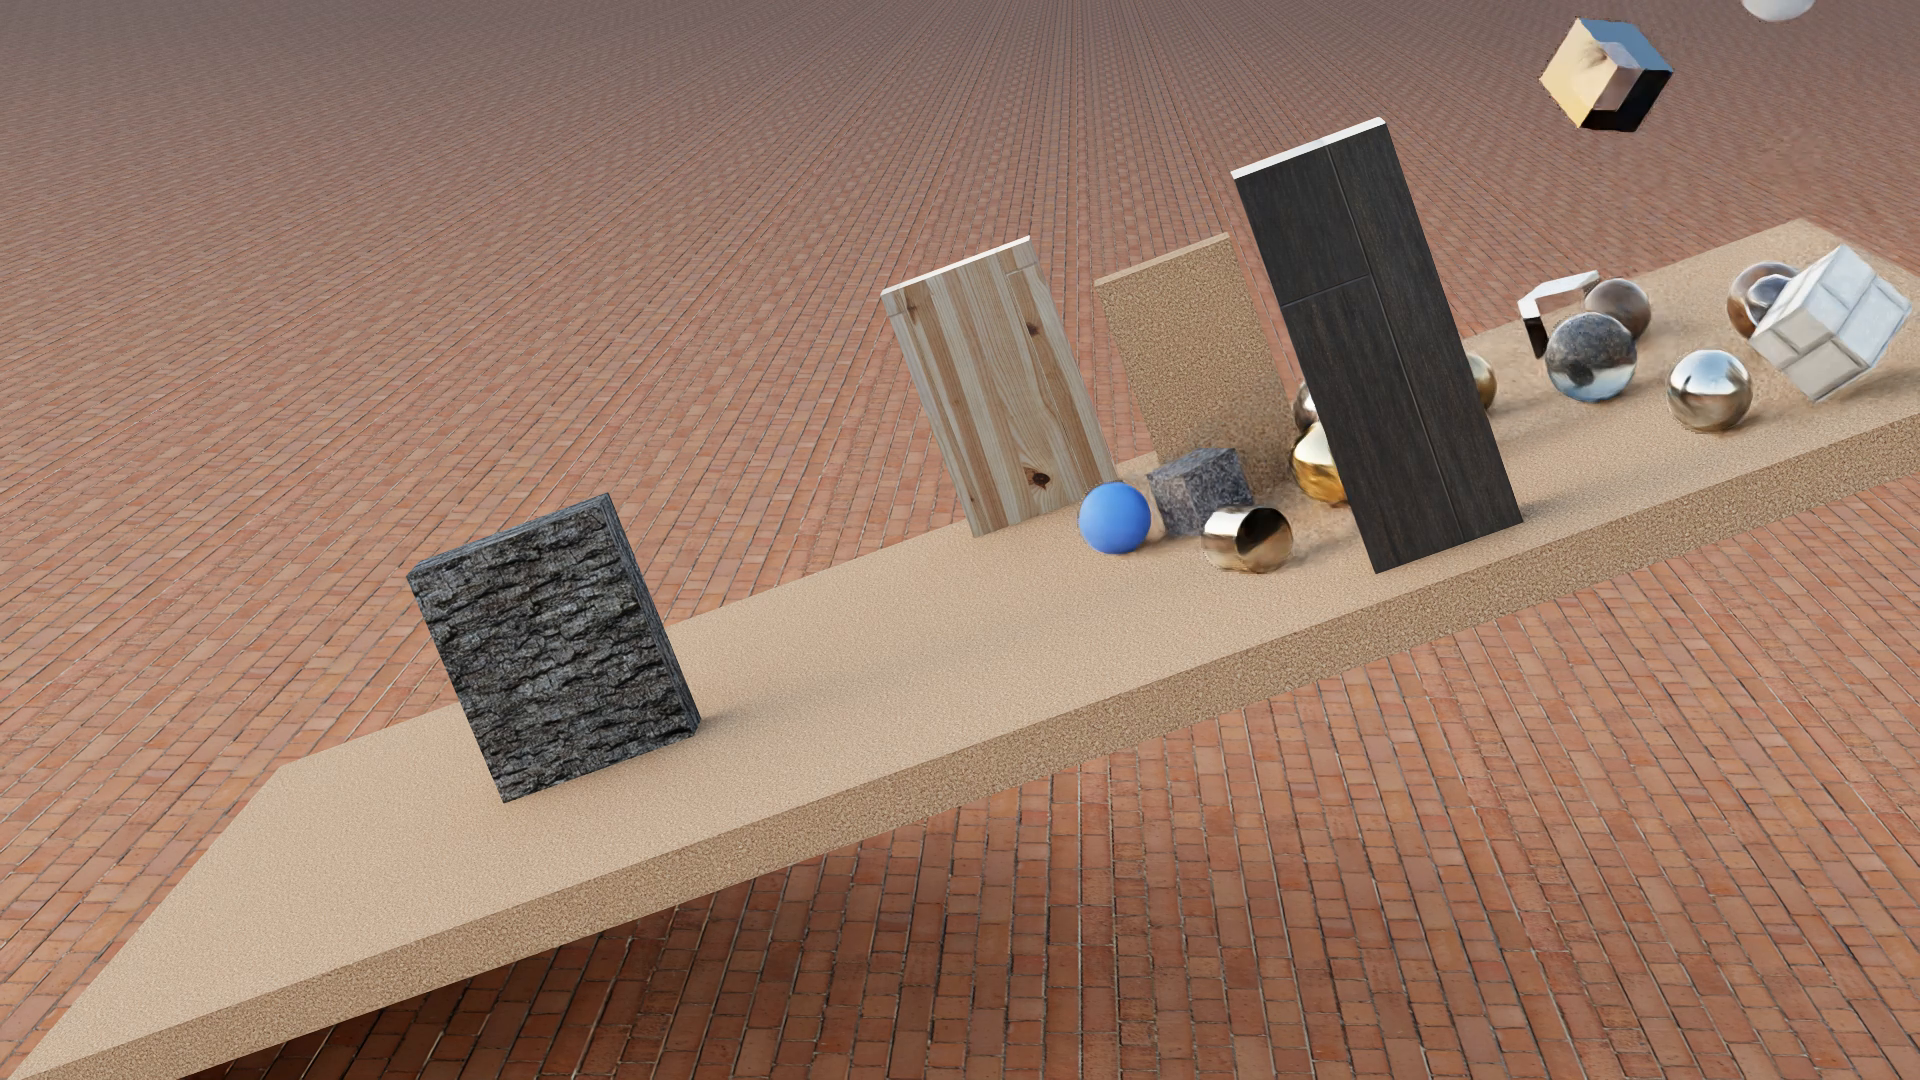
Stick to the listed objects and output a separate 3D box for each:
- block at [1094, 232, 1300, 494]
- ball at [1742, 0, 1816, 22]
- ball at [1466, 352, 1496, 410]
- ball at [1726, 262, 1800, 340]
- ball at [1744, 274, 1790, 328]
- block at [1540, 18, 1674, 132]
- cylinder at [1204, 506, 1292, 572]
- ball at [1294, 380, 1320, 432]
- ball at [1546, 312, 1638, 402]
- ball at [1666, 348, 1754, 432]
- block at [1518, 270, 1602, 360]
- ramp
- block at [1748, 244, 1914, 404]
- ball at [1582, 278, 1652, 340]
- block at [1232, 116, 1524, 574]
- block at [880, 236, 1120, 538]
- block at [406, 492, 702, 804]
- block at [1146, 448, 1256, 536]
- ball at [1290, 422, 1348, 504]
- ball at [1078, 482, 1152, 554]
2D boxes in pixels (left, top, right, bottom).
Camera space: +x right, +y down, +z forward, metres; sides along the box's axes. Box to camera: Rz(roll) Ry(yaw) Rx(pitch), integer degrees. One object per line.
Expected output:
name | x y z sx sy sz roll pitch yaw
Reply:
block | 0.529 -0.355 6.380 0.306 0.545 0.100 -20 12 7
ball | 1.743 -1.190 6.257 0.174 0.174 0.174 0 13 0
ball | 1.072 -0.329 6.288 0.150 0.150 0.150 0 13 0
ball | 1.632 -0.477 5.926 0.169 0.169 0.169 0 13 0
ball | 1.599 -0.465 5.775 0.113 0.113 0.113 0 13 0
block | 1.266 -0.910 5.763 0.151 0.151 0.151 -2 47 -32
cylinder | 0.562 -0.002 5.745 0.127 0.127 0.127 -6 4 -24
ball | 0.811 -0.281 6.314 0.190 0.190 0.190 0 13 0
ball | 1.291 -0.373 6.017 0.185 0.185 0.185 0 13 0
ball | 1.393 -0.277 5.467 0.156 0.156 0.156 0 13 0
block | 1.363 -0.505 6.603 0.140 0.140 0.140 -12 15 39
ramp | 0.118 0.176 6.295 4.000 0.100 2.000 -20 12 7
block | 1.582 -0.393 5.349 0.172 0.172 0.172 -50 3 -27
ball | 1.434 -0.497 6.424 0.147 0.147 0.147 0 13 0
block | 0.763 -0.353 5.379 0.285 0.775 0.125 -20 12 7
block | 0.099 -0.361 6.975 0.372 0.623 0.089 -20 12 7
block | -0.852 0.228 6.200 0.435 0.528 0.130 -20 12 7
block | 0.513 -0.102 6.258 0.143 0.143 0.143 -27 13 -25
ball | 0.760 -0.161 6.018 0.173 0.173 0.173 0 13 0
ball | 0.332 -0.046 6.293 0.155 0.155 0.155 0 13 0
